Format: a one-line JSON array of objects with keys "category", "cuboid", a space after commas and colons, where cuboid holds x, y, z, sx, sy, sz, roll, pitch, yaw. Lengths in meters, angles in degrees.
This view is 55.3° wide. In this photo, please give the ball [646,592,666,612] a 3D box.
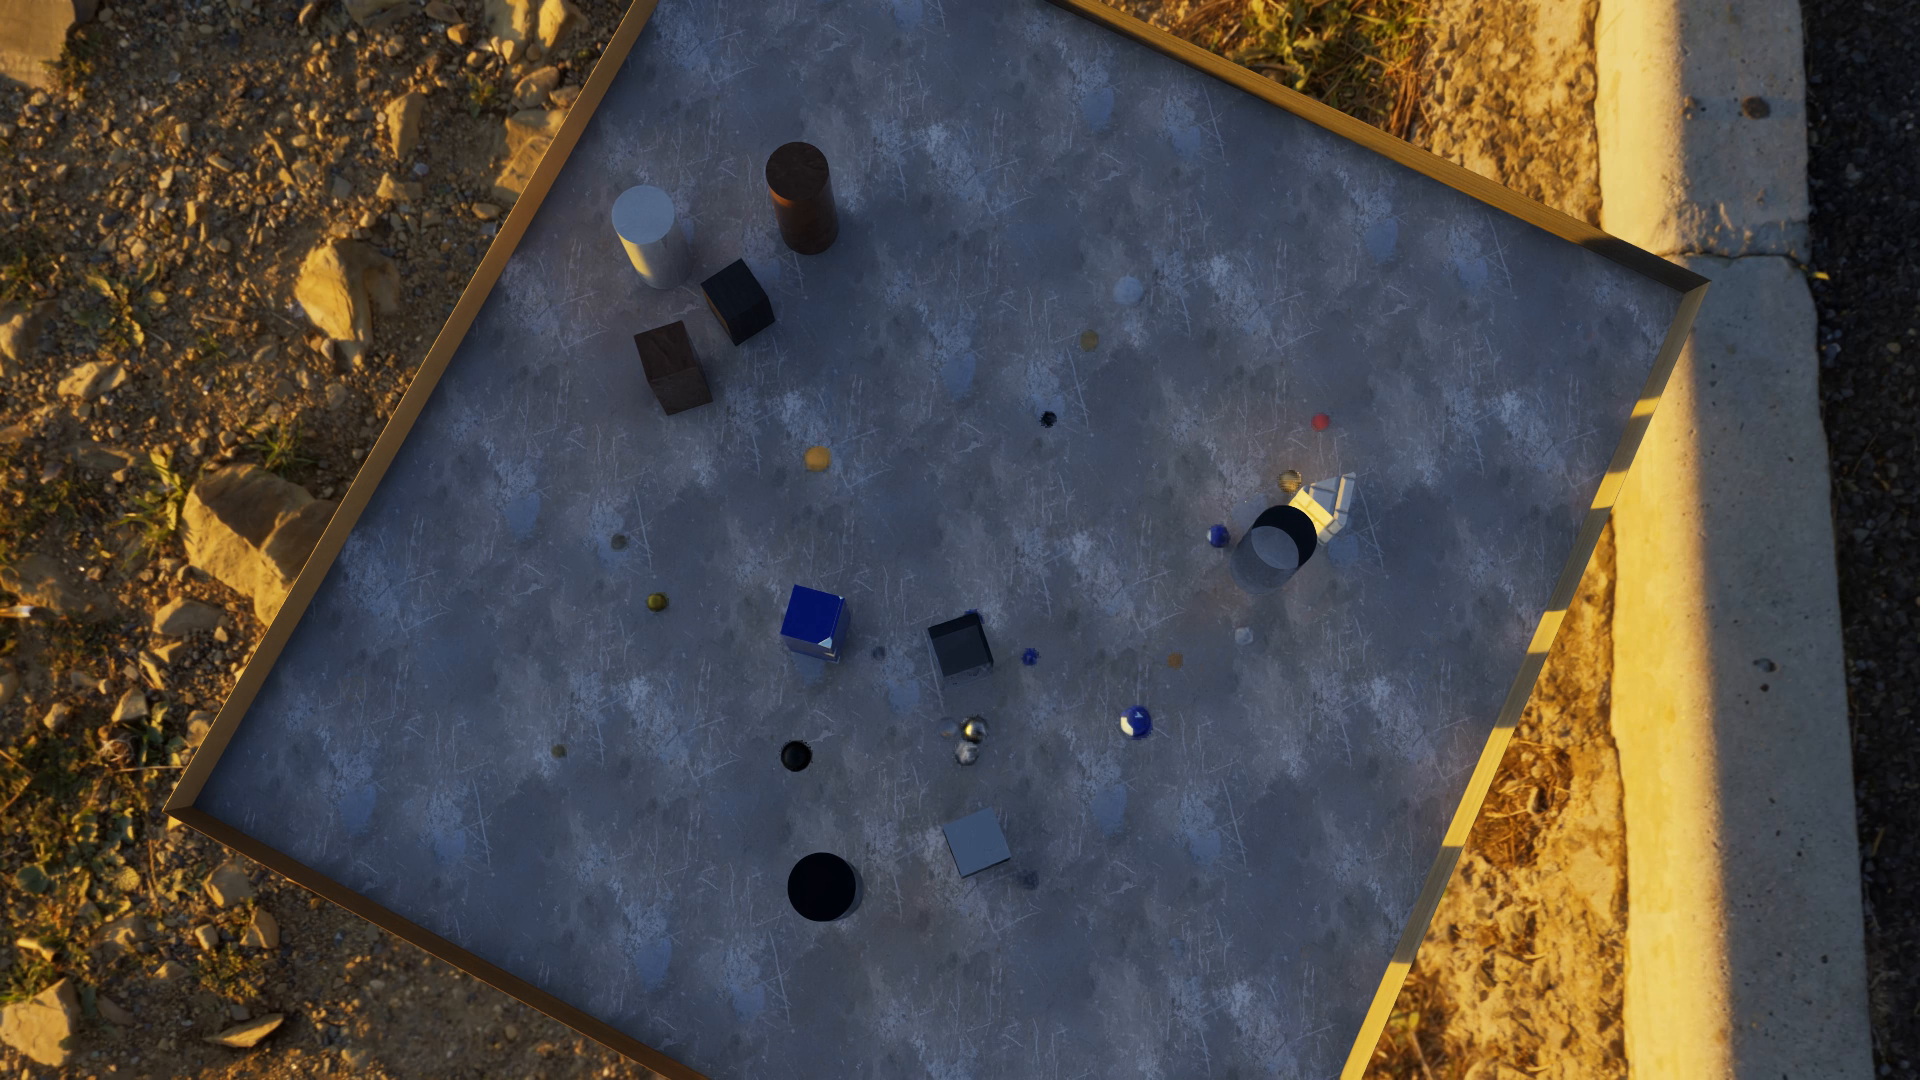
[{"category": "ball", "cuboid": [-0.920, 0.189, 5.547, 0.059, 0.059, 0.059, 0, 78, 0]}]

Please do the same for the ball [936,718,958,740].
[{"category": "ball", "cuboid": [-0.037, 0.561, 5.467, 0.066, 0.066, 0.066, 0, 78, 0]}]

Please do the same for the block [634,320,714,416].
[{"category": "block", "cuboid": [-0.862, -0.515, 5.534, 0.149, 0.371, 0.149, -18, 79, -4]}]

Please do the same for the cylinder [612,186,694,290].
[{"category": "cylinder", "cuboid": [-0.936, -0.922, 5.606, 0.186, 0.393, 0.186, 0, 78, 0]}]

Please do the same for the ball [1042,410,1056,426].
[{"category": "ball", "cuboid": [0.275, -0.378, 5.672, 0.044, 0.044, 0.044, 0, 78, 0]}]

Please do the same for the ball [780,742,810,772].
[{"category": "ball", "cuboid": [-0.487, 0.643, 5.438, 0.089, 0.089, 0.089, 0, 78, 0]}]

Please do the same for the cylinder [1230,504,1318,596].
[{"category": "cylinder", "cuboid": [0.916, 0.036, 5.387, 0.186, 0.434, 0.186, 0, 78, 0]}]

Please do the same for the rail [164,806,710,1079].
[{"category": "rail", "cuboid": [-0.779, 1.532, 5.237, 3.428, 0.121, 0.045, 26, 80, 5]}]

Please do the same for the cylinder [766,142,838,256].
[{"category": "cylinder", "cuboid": [-0.478, -1.038, 5.603, 0.186, 0.447, 0.186, 0, 78, 0]}]

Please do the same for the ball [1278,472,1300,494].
[{"category": "ball", "cuboid": [1.009, -0.177, 5.620, 0.065, 0.065, 0.065, 0, 78, 0]}]

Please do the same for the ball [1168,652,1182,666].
[{"category": "ball", "cuboid": [0.646, 0.361, 5.520, 0.042, 0.042, 0.042, 0, 78, 0]}]

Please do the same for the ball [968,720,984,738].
[{"category": "ball", "cuboid": [0.048, 0.565, 5.458, 0.052, 0.052, 0.052, 0, 78, 0]}]

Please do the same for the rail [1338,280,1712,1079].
[{"category": "rail", "cuboid": [1.512, 0.747, 5.399, 0.045, 0.121, 3.531, 26, 80, 5]}]

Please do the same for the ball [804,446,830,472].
[{"category": "ball", "cuboid": [-0.440, -0.249, 5.629, 0.076, 0.076, 0.076, 0, 78, 0]}]

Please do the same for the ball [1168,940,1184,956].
[{"category": "ball", "cuboid": [0.633, 1.191, 5.346, 0.047, 0.047, 0.047, 0, 78, 0]}]

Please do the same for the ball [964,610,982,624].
[{"category": "ball", "cuboid": [0.038, 0.240, 5.532, 0.061, 0.061, 0.061, 0, 78, 0]}]

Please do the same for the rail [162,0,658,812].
[{"category": "rail", "cuboid": [-1.512, -0.734, 5.705, 0.045, 0.121, 3.531, 26, 80, 5]}]

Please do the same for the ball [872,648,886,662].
[{"category": "ball", "cuboid": [-0.243, 0.345, 5.524, 0.041, 0.041, 0.041, 0, 78, 0]}]

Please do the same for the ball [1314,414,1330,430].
[{"category": "ball", "cuboid": [1.118, -0.365, 5.665, 0.052, 0.052, 0.052, 0, 78, 0]}]

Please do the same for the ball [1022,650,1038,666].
[{"category": "ball", "cuboid": [0.210, 0.355, 5.518, 0.049, 0.049, 0.049, 0, 78, 0]}]

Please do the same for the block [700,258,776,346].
[{"category": "block", "cuboid": [-0.683, -0.731, 5.648, 0.149, 0.234, 0.149, -34, 80, -7]}]

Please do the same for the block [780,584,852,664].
[{"category": "block", "cuboid": [-0.421, 0.250, 5.393, 0.149, 0.336, 0.149, 15, 79, 3]}]

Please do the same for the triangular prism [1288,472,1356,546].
[{"category": "triangular prism", "cuboid": [1.105, -0.116, 5.487, 0.161, 0.301, 0.140, 43, 82, 8]}]

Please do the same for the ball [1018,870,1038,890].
[{"category": "ball", "cuboid": [0.198, 0.997, 5.381, 0.058, 0.058, 0.058, 0, 78, 0]}]

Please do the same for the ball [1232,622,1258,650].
[{"category": "ball", "cuboid": [0.859, 0.289, 5.530, 0.081, 0.081, 0.081, 0, 78, 0]}]

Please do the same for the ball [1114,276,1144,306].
[{"category": "ball", "cuboid": [0.527, -0.778, 5.730, 0.092, 0.092, 0.092, 0, 78, 0]}]

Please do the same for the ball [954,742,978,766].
[{"category": "ball", "cuboid": [0.018, 0.635, 5.448, 0.073, 0.073, 0.073, 0, 78, 0]}]

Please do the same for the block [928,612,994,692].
[{"category": "block", "cuboid": [0.002, 0.332, 5.367, 0.149, 0.353, 0.149, -18, 79, -4]}]

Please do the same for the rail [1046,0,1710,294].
[{"category": "rail", "cuboid": [0.779, -1.519, 5.868, 3.428, 0.121, 0.045, 26, 80, 5]}]

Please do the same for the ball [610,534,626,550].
[{"category": "ball", "cuboid": [-1.042, 0.006, 5.589, 0.051, 0.051, 0.051, 0, 78, 0]}]

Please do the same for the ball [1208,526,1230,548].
[{"category": "ball", "cuboid": [0.789, -0.009, 5.584, 0.068, 0.068, 0.068, 0, 78, 0]}]

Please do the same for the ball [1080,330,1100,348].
[{"category": "ball", "cuboid": [0.406, -0.626, 5.716, 0.059, 0.059, 0.059, 0, 78, 0]}]

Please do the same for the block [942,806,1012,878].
[{"category": "block", "cuboid": [0.047, 0.871, 5.250, 0.149, 0.365, 0.149, -21, 79, -4]}]

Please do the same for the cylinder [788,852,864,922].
[{"category": "cylinder", "cuboid": [-0.375, 0.986, 5.188, 0.186, 0.439, 0.186, 0, 78, 0]}]

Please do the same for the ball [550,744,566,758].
[{"category": "ball", "cuboid": [-1.199, 0.630, 5.465, 0.042, 0.042, 0.042, 0, 78, 0]}]

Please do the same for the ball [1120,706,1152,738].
[{"category": "ball", "cuboid": [0.523, 0.540, 5.457, 0.093, 0.093, 0.093, 0, 78, 0]}]
